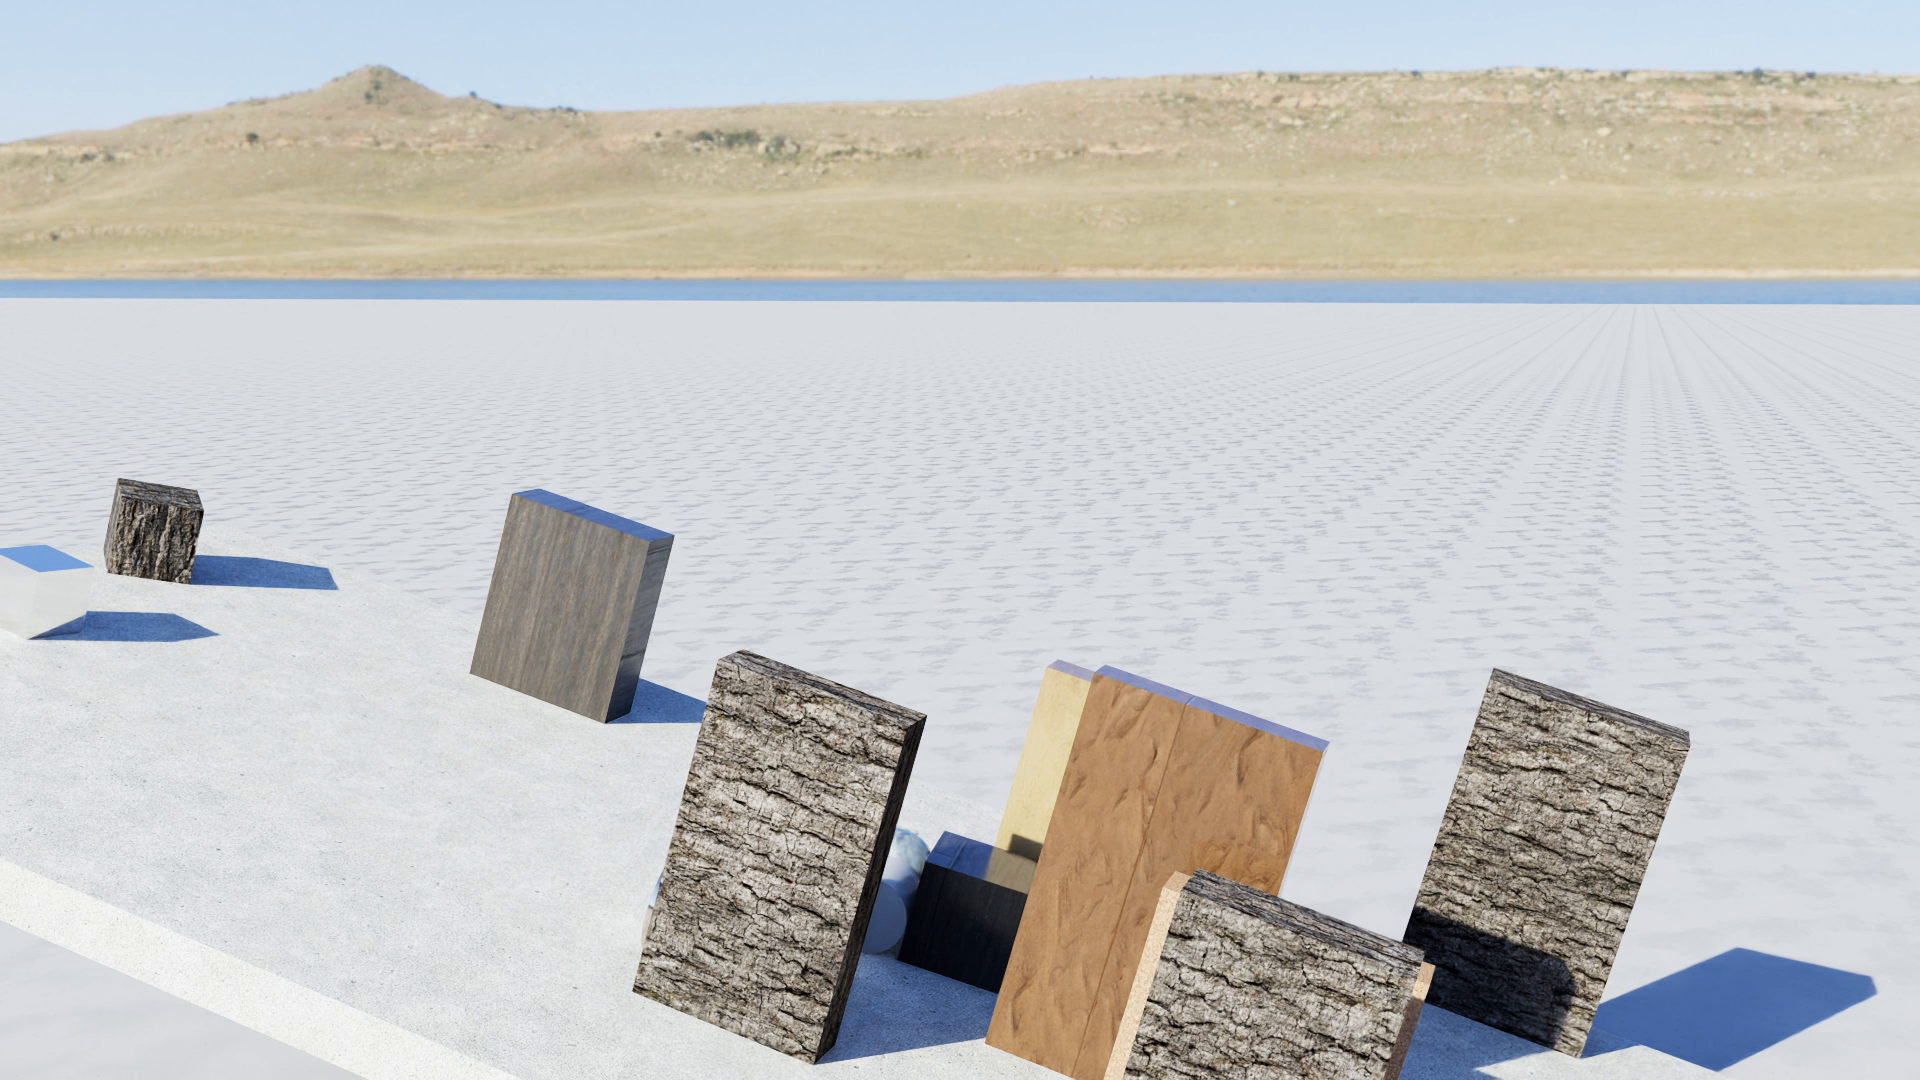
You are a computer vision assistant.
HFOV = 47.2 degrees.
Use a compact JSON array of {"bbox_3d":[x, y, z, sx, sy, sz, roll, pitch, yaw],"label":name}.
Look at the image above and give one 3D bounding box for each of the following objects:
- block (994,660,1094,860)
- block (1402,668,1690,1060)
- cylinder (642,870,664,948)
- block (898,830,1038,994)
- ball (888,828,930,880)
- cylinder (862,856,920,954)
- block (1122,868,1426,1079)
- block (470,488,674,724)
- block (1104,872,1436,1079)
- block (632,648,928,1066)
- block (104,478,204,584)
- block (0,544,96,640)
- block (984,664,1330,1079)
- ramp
[{"bbox_3d":[0.301,0.569,4.275,0.425,0.560,0.091,19,12,14],"label":"block"},{"bbox_3d":[1.211,0.675,4.624,0.415,0.704,0.148,19,12,14],"label":"block"},{"bbox_3d":[-0.440,0.657,3.834,0.175,0.175,0.175,17,9,8],"label":"cylinder"},{"bbox_3d":[0.022,0.702,4.168,0.202,0.202,0.202,17,11,7],"label":"block"},{"bbox_3d":[-0.132,0.648,4.320,0.165,0.165,0.165,0,7,0],"label":"ball"},{"bbox_3d":[-0.158,0.686,4.150,0.146,0.146,0.146,1,9,10],"label":"cylinder"},{"bbox_3d":[0.397,0.814,3.107,0.336,0.604,0.124,19,12,14],"label":"block"},{"bbox_3d":[-0.888,0.148,5.026,0.353,0.435,0.133,19,12,14],"label":"block"},{"bbox_3d":[0.488,0.829,3.581,0.443,0.438,0.101,19,12,14],"label":"block"},{"bbox_3d":[-0.300,0.519,3.618,0.335,0.594,0.104,19,12,14],"label":"block"},{"bbox_3d":[-1.887,-0.021,5.143,0.181,0.181,0.181,10,13,-27],"label":"block"},{"bbox_3d":[-1.920,0.107,4.570,0.146,0.146,0.146,20,12,23],"label":"block"},{"bbox_3d":[0.332,0.610,3.770,0.404,0.696,0.082,19,12,14],"label":"block"},{"bbox_3d":[-0.377,0.736,4.239,4.000,0.100,2.000,19,12,14],"label":"ramp"}]
